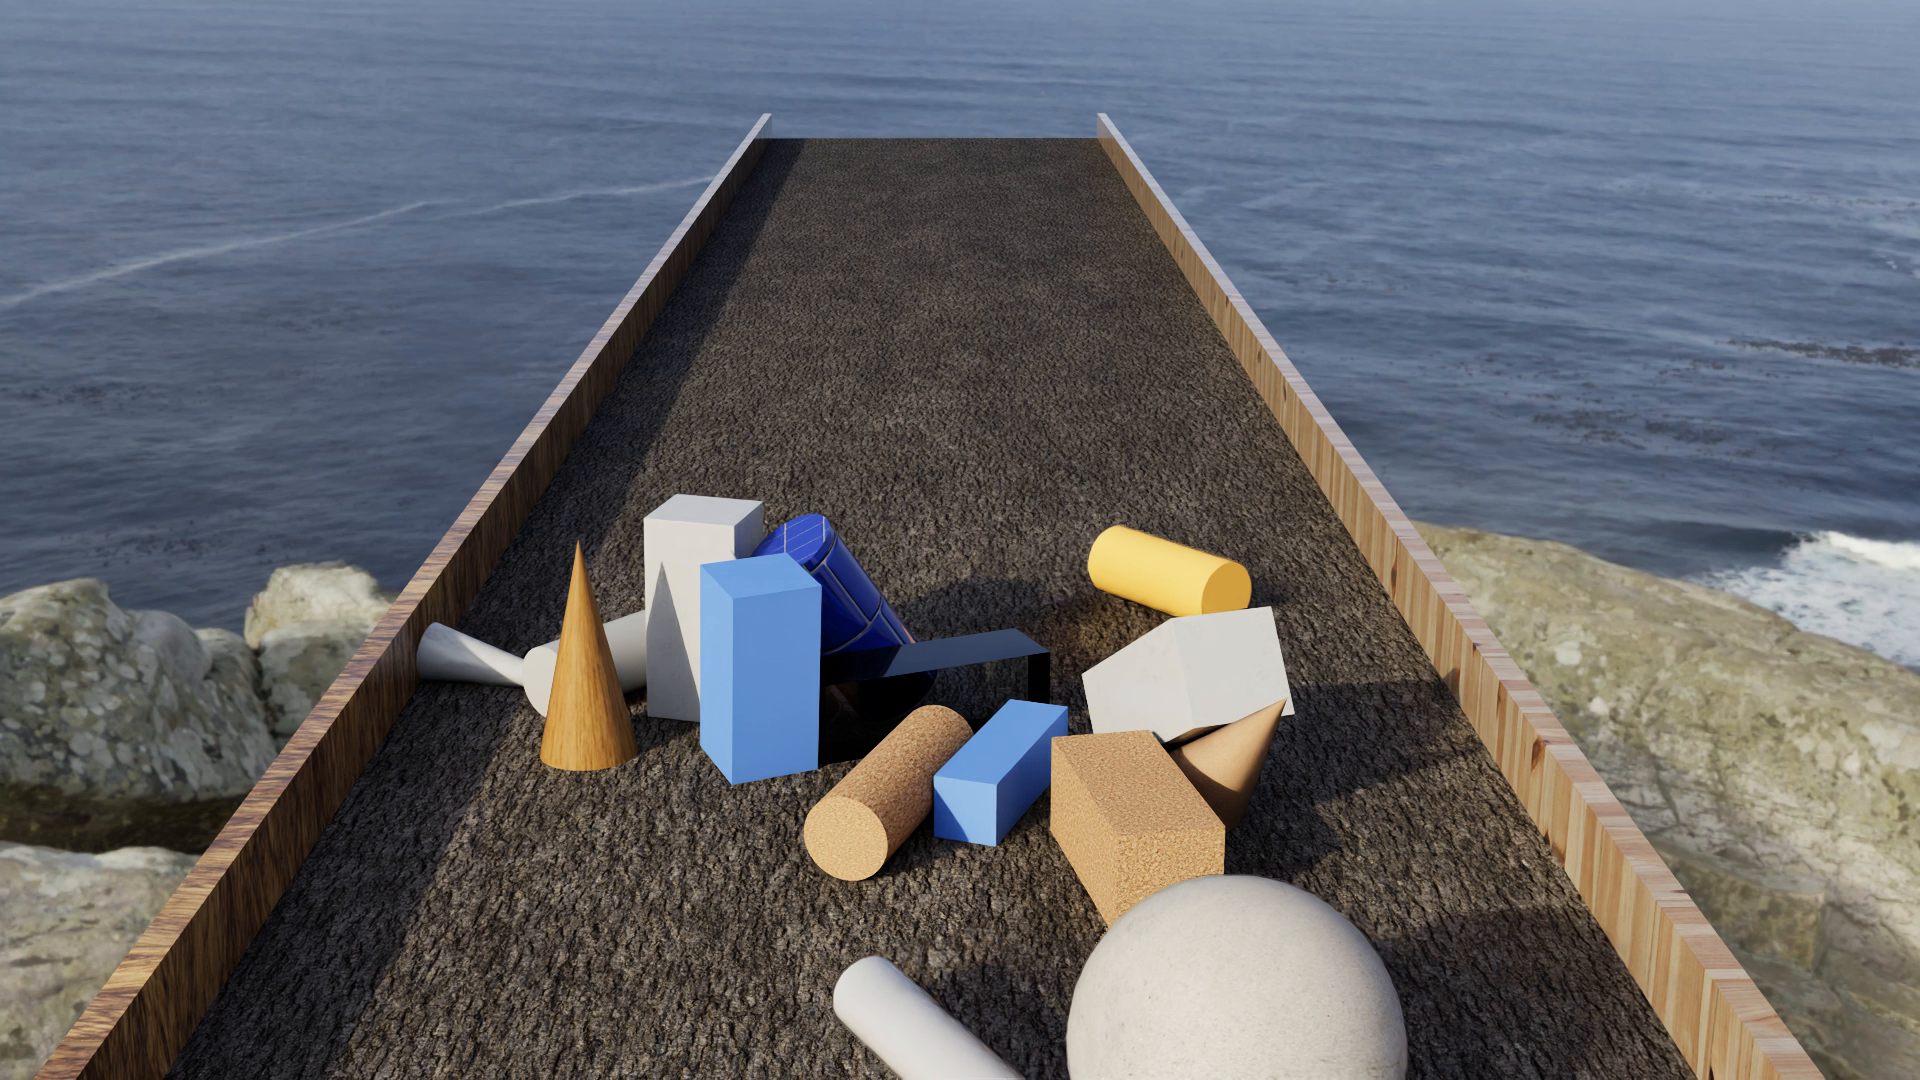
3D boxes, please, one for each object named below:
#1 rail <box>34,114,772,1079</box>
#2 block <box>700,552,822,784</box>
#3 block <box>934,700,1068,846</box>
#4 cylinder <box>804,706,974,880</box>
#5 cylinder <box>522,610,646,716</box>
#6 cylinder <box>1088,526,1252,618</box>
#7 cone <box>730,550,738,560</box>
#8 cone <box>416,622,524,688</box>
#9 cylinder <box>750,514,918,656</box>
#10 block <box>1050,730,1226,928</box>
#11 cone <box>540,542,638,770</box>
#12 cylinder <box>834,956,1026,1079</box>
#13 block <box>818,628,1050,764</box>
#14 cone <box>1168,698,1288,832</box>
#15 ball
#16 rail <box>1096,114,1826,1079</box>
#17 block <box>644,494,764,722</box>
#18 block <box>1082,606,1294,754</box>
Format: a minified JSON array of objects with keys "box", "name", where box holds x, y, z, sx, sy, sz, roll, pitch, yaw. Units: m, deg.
[{"box":[-1.118,-0.838,7.780,0.050,0.150,12.000,0,17,-1],"name":"rail"},{"box":[-0.350,0.223,3.838,0.160,0.350,0.160,-8,24,-25],"name":"block"},{"box":[0.074,0.389,3.729,0.108,0.108,0.374,6,18,20],"name":"block"},{"box":[-0.108,0.408,3.609,0.141,0.141,0.422,6,18,19],"name":"cylinder"},{"box":[-0.649,0.223,4.227,0.142,0.142,0.382,12,21,36],"name":"cylinder"},{"box":[0.445,0.080,4.700,0.148,0.148,0.346,-13,21,-37],"name":"cylinder"},{"box":[-0.357,0.161,4.021,0.119,0.362,0.119,-15,30,9],"name":"cone"},{"box":[-0.859,0.257,4.265,0.373,0.114,0.114,13,19,11],"name":"cone"},{"box":[-0.227,0.138,4.086,0.179,0.347,0.179,-25,31,17],"name":"cylinder"},{"box":[0.270,0.449,3.427,0.164,0.164,0.396,-3,17,-11],"name":"block"},{"box":[-0.666,0.189,3.891,0.176,0.398,0.176,0,17,0],"name":"cone"},{"box":[-0.016,0.669,2.798,0.103,0.103,0.447,-9,19,-28],"name":"cylinder"},{"box":[-0.067,0.282,4.020,0.441,0.148,0.148,-7,18,-23],"name":"block"},{"box":[0.448,0.324,3.475,0.162,0.162,0.375,-6,-26,-19],"name":"cone"},{"box":[0.320,0.588,2.558,0.394,0.394,0.394,0,17,0],"name":"ball"},{"box":[0.932,-0.844,7.801,0.050,0.150,12.000,0,17,-1],"name":"rail"},{"box":[-0.476,0.129,4.111,0.172,0.385,0.172,5,17,12],"name":"block"},{"box":[0.377,0.259,3.711,0.180,0.180,0.411,-6,-14,-19],"name":"block"}]
